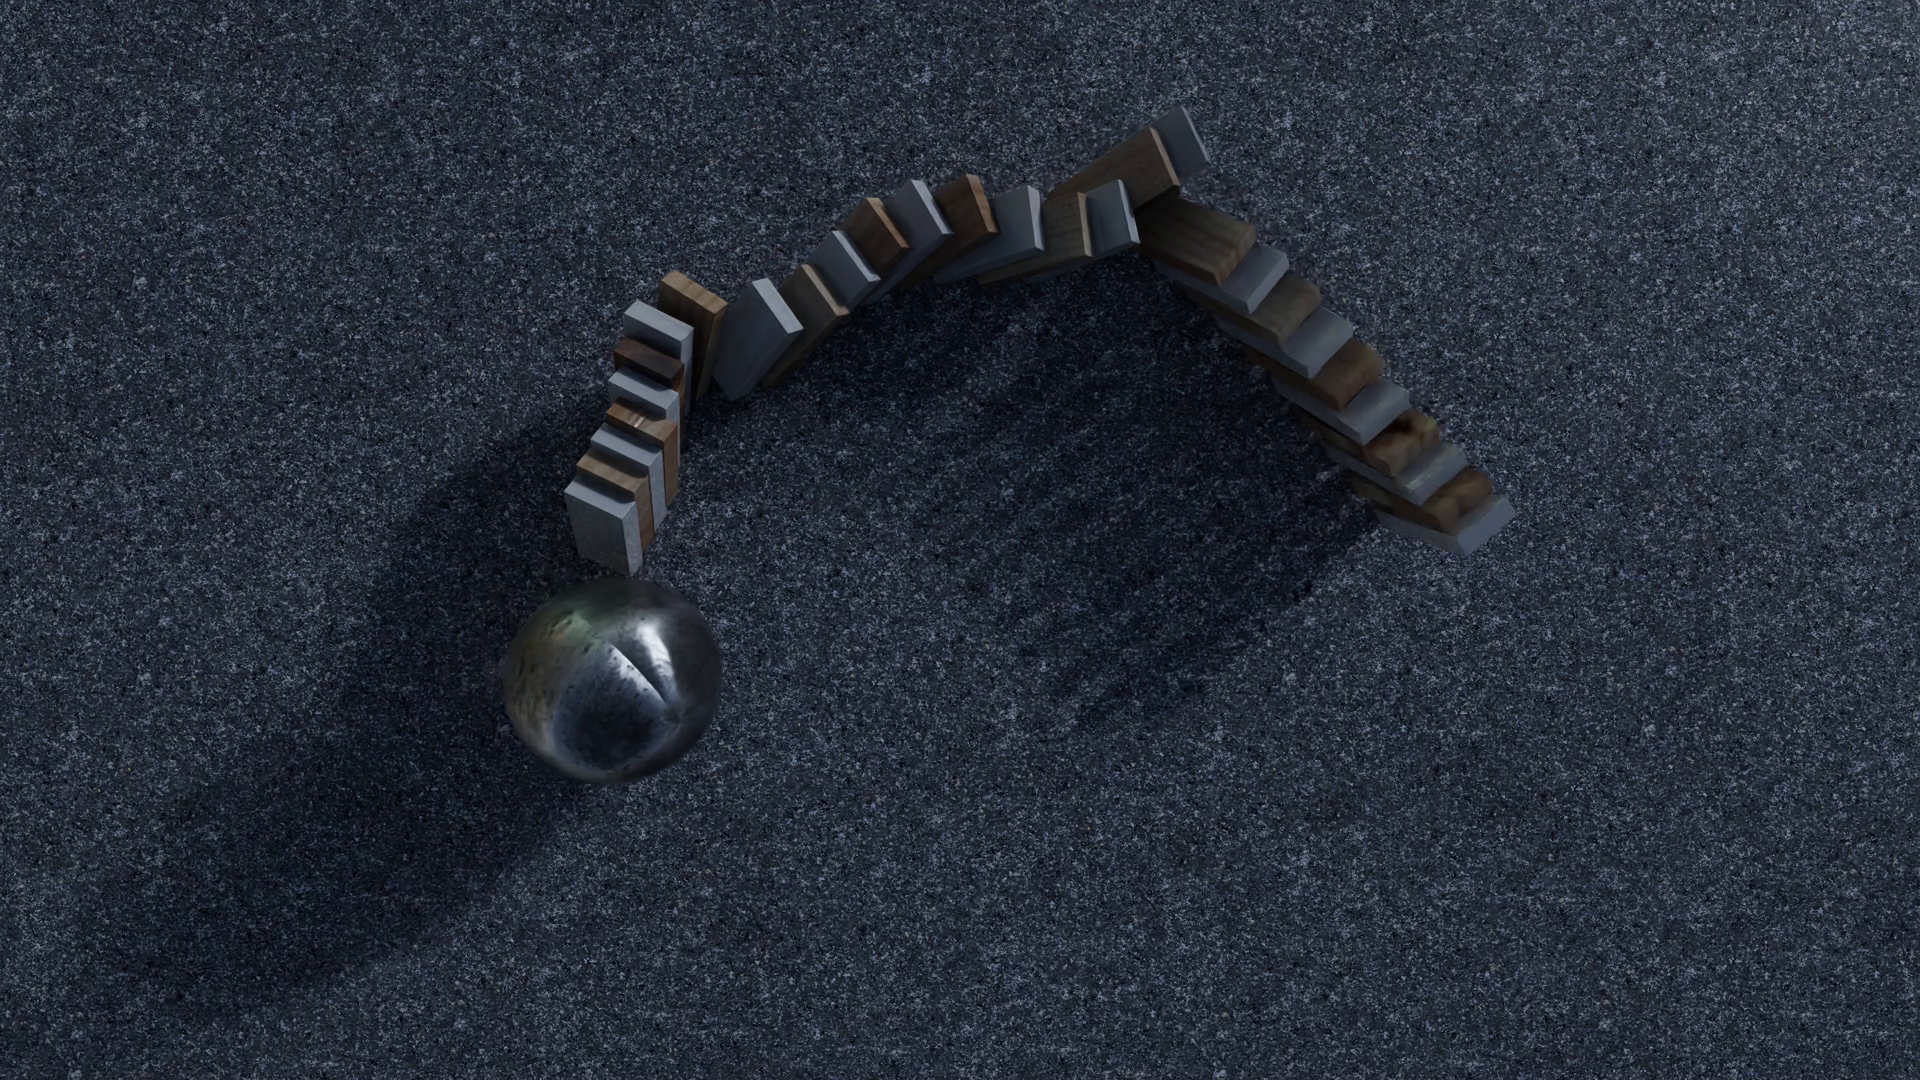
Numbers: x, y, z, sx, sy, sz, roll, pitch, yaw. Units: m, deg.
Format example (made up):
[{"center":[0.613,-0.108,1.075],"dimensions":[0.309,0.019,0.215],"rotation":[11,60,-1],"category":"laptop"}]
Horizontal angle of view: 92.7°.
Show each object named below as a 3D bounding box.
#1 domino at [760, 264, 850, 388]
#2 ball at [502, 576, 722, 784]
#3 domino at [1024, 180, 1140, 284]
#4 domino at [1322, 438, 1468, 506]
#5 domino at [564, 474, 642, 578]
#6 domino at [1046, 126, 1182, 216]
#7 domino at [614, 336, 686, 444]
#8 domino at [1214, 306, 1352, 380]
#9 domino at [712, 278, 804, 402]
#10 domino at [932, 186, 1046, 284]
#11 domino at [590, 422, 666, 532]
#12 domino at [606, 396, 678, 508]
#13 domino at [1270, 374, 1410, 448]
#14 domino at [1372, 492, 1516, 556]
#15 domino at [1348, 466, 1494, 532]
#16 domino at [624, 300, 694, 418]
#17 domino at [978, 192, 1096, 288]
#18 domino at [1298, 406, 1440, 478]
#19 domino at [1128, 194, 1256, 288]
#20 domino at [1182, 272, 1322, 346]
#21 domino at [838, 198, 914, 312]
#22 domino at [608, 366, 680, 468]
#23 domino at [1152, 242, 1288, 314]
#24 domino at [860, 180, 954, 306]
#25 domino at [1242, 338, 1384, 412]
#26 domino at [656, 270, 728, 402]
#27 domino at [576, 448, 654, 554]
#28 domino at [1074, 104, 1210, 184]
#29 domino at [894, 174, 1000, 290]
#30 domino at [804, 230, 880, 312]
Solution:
[{"center":[-0.071,-0.089,0.383],"dimensions":[0.050,0.010,0.025],"rotation":[-36,90,32],"category":"domino"},{"center":[-0.135,0.055,0.360],"dimensions":[0.080,0.080,0.080],"rotation":[0,90,0],"category":"ball"},{"center":[0.048,-0.128,0.382],"dimensions":[0.050,0.010,0.025],"rotation":[-12,92,33],"category":"domino"},{"center":[0.178,-0.036,0.377],"dimensions":[0.025,0.050,0.009],"rotation":[-40,128,0],"category":"domino"},{"center":[-0.146,-0.005,0.377],"dimensions":[0.025,0.050,0.009],"rotation":[25,57,0],"category":"domino"},{"center":[0.063,-0.145,0.381],"dimensions":[0.050,0.009,0.025],"rotation":[-23,91,34],"category":"domino"},{"center":[-0.127,-0.059,0.377],"dimensions":[0.025,0.050,0.010],"rotation":[26,56,0],"category":"domino"},{"center":[0.134,-0.090,0.381],"dimensions":[0.025,0.010,0.050],"rotation":[-46,54,0],"category":"domino"},{"center":[-0.088,-0.082,0.380],"dimensions":[0.050,0.010,0.025],"rotation":[-35,90,41],"category":"domino"},{"center":[0.010,-0.127,0.382],"dimensions":[0.050,0.009,0.025],"rotation":[-8,90,33],"category":"domino"},{"center":[-0.135,-0.025,0.377],"dimensions":[0.025,0.050,0.009],"rotation":[25,57,0],"category":"domino"},{"center":[-0.130,-0.035,0.377],"dimensions":[0.025,0.050,0.010],"rotation":[26,56,0],"category":"domino"},{"center":[0.157,-0.062,0.380],"dimensions":[0.025,0.009,0.050],"rotation":[-40,49,0],"category":"domino"},{"center":[0.196,-0.012,0.375],"dimensions":[0.025,0.050,0.009],"rotation":[-41,111,0],"category":"domino"},{"center":[0.187,-0.023,0.376],"dimensions":[0.025,0.050,0.009],"rotation":[-40,120,0],"category":"domino"},{"center":[-0.124,-0.072,0.377],"dimensions":[0.025,0.050,0.009],"rotation":[26,52,0],"category":"domino"},{"center":[0.030,-0.124,0.382],"dimensions":[0.050,0.009,0.025],"rotation":[-6,93,33],"category":"domino"},{"center":[0.168,-0.049,0.379],"dimensions":[0.025,0.050,0.010],"rotation":[-40,134,0],"category":"domino"},{"center":[0.094,-0.126,0.382],"dimensions":[0.050,0.009,0.025],"rotation":[38,89,34],"category":"domino"},{"center":[0.121,-0.103,0.382],"dimensions":[0.025,0.009,0.050],"rotation":[-48,55,0],"category":"domino"},{"center":[-0.045,-0.115,0.382],"dimensions":[0.050,0.009,0.025],"rotation":[-36,88,33],"category":"domino"},{"center":[-0.129,-0.047,0.377],"dimensions":[0.025,0.050,0.010],"rotation":[26,56,0],"category":"domino"},{"center":[0.108,-0.116,0.382],"dimensions":[0.050,0.010,0.025],"rotation":[39,90,34],"category":"domino"},{"center":[-0.029,-0.123,0.382],"dimensions":[0.050,0.009,0.025],"rotation":[-31,89,33],"category":"domino"},{"center":[0.146,-0.077,0.381],"dimensions":[0.025,0.009,0.050],"rotation":[-44,52,0],"category":"domino"},{"center":[-0.113,-0.083,0.379],"dimensions":[0.025,0.050,0.009],"rotation":[32,47,0],"category":"domino"},{"center":[-0.141,-0.015,0.377],"dimensions":[0.025,0.050,0.010],"rotation":[25,57,0],"category":"domino"},{"center":[0.076,-0.155,0.384],"dimensions":[0.050,0.010,0.025],"rotation":[-25,90,29],"category":"domino"},{"center":[-0.010,-0.128,0.382],"dimensions":[0.050,0.009,0.025],"rotation":[-21,89,34],"category":"domino"},{"center":[-0.058,-0.102,0.382],"dimensions":[0.050,0.010,0.025],"rotation":[-36,90,33],"category":"domino"}]
